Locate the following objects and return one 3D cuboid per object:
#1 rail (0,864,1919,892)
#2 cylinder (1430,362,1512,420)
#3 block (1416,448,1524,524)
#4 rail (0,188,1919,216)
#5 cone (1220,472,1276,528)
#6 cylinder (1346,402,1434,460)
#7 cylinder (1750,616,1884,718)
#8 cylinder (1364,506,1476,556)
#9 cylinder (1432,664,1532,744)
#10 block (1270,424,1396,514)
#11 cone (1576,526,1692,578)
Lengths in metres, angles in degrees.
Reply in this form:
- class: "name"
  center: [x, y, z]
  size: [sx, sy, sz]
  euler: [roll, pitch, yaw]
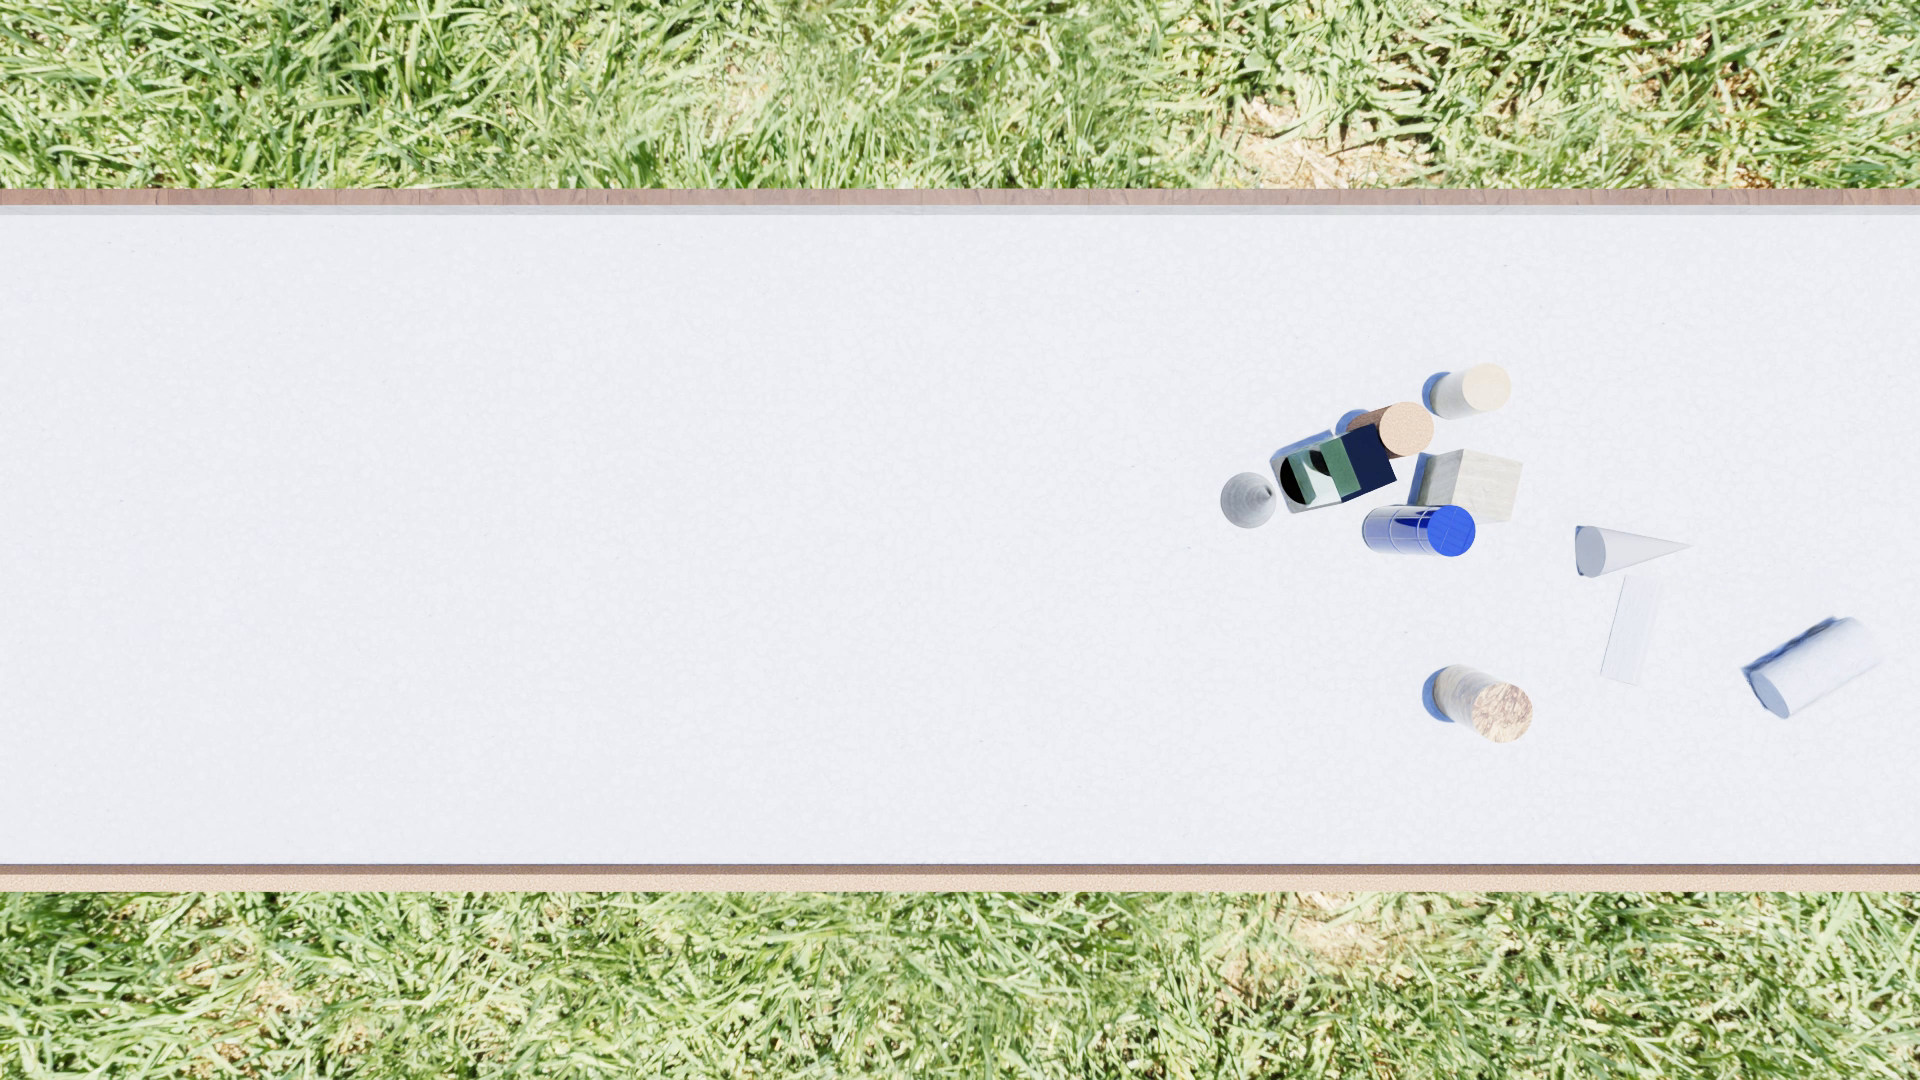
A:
- class: "rail"
  center: [-2.247, 1.025, 5.001]
  size: [12.000, 0.150, 0.050]
  euler: [0, 90, 0]
- class: "cylinder"
  center: [1.515, -0.439, 4.908]
  size: [0.141, 0.336, 0.141]
  euler: [0, 90, 0]
- class: "block"
  center: [1.503, -0.153, 4.890]
  size: [0.174, 0.368, 0.174]
  euler: [14, 89, 0]
- class: "rail"
  center: [-2.247, -1.025, 5.002]
  size: [12.000, 0.150, 0.050]
  euler: [0, 90, 0]
- class: "cone"
  center: [0.888, -0.122, 4.891]
  size: [0.174, 0.370, 0.174]
  euler: [0, 90, 0]
- class: "cylinder"
  center: [1.261, -0.314, 4.864]
  size: [0.154, 0.424, 0.154]
  euler: [0, 90, 0]
- class: "cylinder"
  center: [2.593, 0.385, 4.993]
  size: [0.330, 0.167, 0.167]
  euler: [-30, 90, 0]
- class: "cylinder"
  center: [1.346, -0.027, 4.851]
  size: [0.147, 0.432, 0.147]
  euler: [0, 91, -10]
- class: "cylinder"
  center: [1.536, 0.478, 4.870]
  size: [0.171, 0.404, 0.171]
  euler: [0, 93, 0]
- class: "block"
  center: [1.094, -0.205, 4.856]
  size: [0.177, 0.419, 0.177]
  euler: [-22, 90, -8]
- class: "cone"
  center: [2.087, 0.026, 5.037]
  size: [0.363, 0.160, 0.160]
  euler: [-3, 90, -12]
